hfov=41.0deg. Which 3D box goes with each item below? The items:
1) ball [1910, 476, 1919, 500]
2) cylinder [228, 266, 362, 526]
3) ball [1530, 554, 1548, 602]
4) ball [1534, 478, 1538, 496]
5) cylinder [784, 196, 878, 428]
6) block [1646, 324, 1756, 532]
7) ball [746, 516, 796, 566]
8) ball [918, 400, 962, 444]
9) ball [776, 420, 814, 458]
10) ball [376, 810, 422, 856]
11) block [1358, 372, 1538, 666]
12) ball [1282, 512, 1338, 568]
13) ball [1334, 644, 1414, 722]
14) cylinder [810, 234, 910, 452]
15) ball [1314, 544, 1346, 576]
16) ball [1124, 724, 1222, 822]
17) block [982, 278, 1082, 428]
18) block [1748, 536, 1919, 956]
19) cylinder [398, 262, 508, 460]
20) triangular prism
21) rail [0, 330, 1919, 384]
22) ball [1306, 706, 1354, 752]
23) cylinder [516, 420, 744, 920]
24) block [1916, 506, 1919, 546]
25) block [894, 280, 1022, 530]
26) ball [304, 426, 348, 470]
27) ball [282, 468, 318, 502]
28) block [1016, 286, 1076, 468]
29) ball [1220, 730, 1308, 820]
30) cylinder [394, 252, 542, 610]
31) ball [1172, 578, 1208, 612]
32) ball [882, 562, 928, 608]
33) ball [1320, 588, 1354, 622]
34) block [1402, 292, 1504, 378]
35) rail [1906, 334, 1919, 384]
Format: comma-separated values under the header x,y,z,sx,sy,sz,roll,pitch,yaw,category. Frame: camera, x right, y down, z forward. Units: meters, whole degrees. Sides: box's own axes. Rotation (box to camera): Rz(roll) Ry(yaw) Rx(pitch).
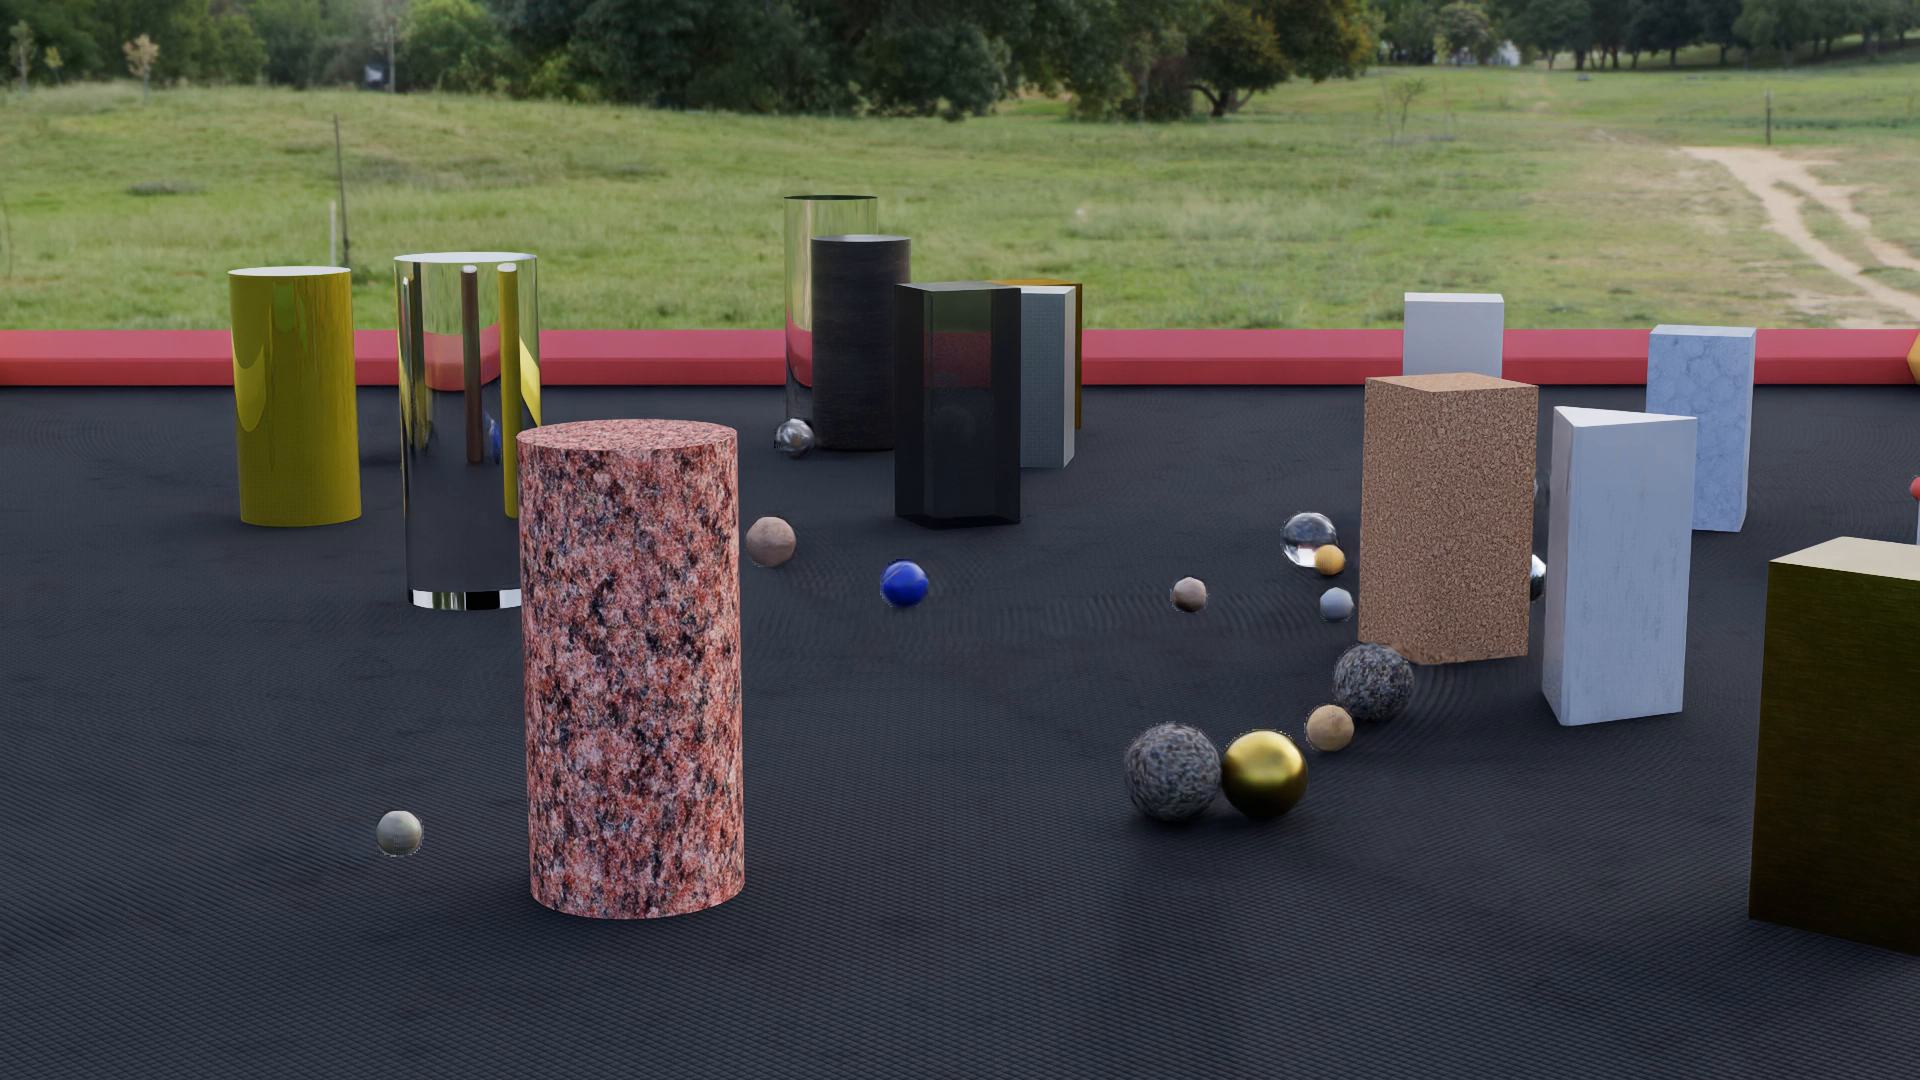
x,y,z,sx,sy,sz,roll,pitch,yaw,category
1.620,-0.087,4.309,0.045,0.045,0.045,0,11,0,ball
-1.071,-0.234,4.136,0.191,0.398,0.191,0,11,0,cylinder
0.766,0.051,3.499,0.070,0.070,0.070,0,11,0,ball
0.932,-0.087,4.275,0.058,0.058,0.058,0,11,0,ball
-0.260,-0.463,5.200,0.191,0.459,0.191,0,11,0,cylinder
1.180,-0.181,4.100,0.153,0.307,0.153,4,11,20,block
-0.277,0.002,3.754,0.073,0.073,0.073,0,11,0,ball
-0.038,-0.229,4.964,0.084,0.084,0.084,0,11,0,ball
-0.308,-0.189,4.779,0.072,0.072,0.072,0,11,0,ball
-0.522,0.272,2.387,0.042,0.042,0.042,0,11,0,ball
0.607,-0.030,3.205,0.153,0.337,0.153,-4,11,-22,block
0.511,-0.001,3.748,0.081,0.081,0.081,0,11,0,ball
0.462,0.159,2.866,0.089,0.089,0.089,0,11,0,ball
-0.189,-0.378,4.912,0.191,0.397,0.191,0,11,0,cylinder
0.531,0.029,3.682,0.044,0.044,0.044,0,11,0,ball
0.206,0.226,2.490,0.095,0.095,0.095,0,11,0,ball
0.141,-0.374,5.178,0.153,0.292,0.153,-5,12,-27,block
0.788,0.170,2.192,0.153,0.314,0.153,9,14,40,block
-0.951,-0.339,4.826,0.191,0.351,0.191,0,11,0,cylinder
0.718,0.023,2.921,0.165,0.336,0.143,-5,12,-24,triangular prism
-0.014,-0.414,5.844,4.426,0.124,0.045,0,11,0,rail
0.396,0.202,2.745,0.050,0.050,0.050,0,11,0,ball
-0.289,0.109,2.266,0.191,0.408,0.191,0,11,0,cylinder
1.546,-0.095,3.836,0.153,0.234,0.153,-1,11,-5,block
-0.005,-0.218,4.109,0.153,0.377,0.153,-5,12,-24,block
-1.148,-0.168,4.648,0.080,0.080,0.080,0,11,0,ball
-1.106,-0.092,4.296,0.060,0.060,0.060,0,11,0,ball
0.126,-0.303,4.725,0.153,0.317,0.153,2,11,10,block
0.296,0.229,2.500,0.086,0.086,0.086,0,11,0,ball
-0.667,-0.152,3.506,0.191,0.467,0.191,0,11,0,cylinder
0.308,0.074,3.442,0.046,0.046,0.046,0,11,0,ball
-0.075,0.060,3.471,0.063,0.063,0.063,0,11,0,ball
0.497,0.085,3.387,0.044,0.044,0.044,0,11,0,ball
0.785,-0.210,4.112,0.153,0.358,0.153,2,11,9,block
2.189,0.030,3.462,0.045,0.124,4.918,0,11,0,rail
